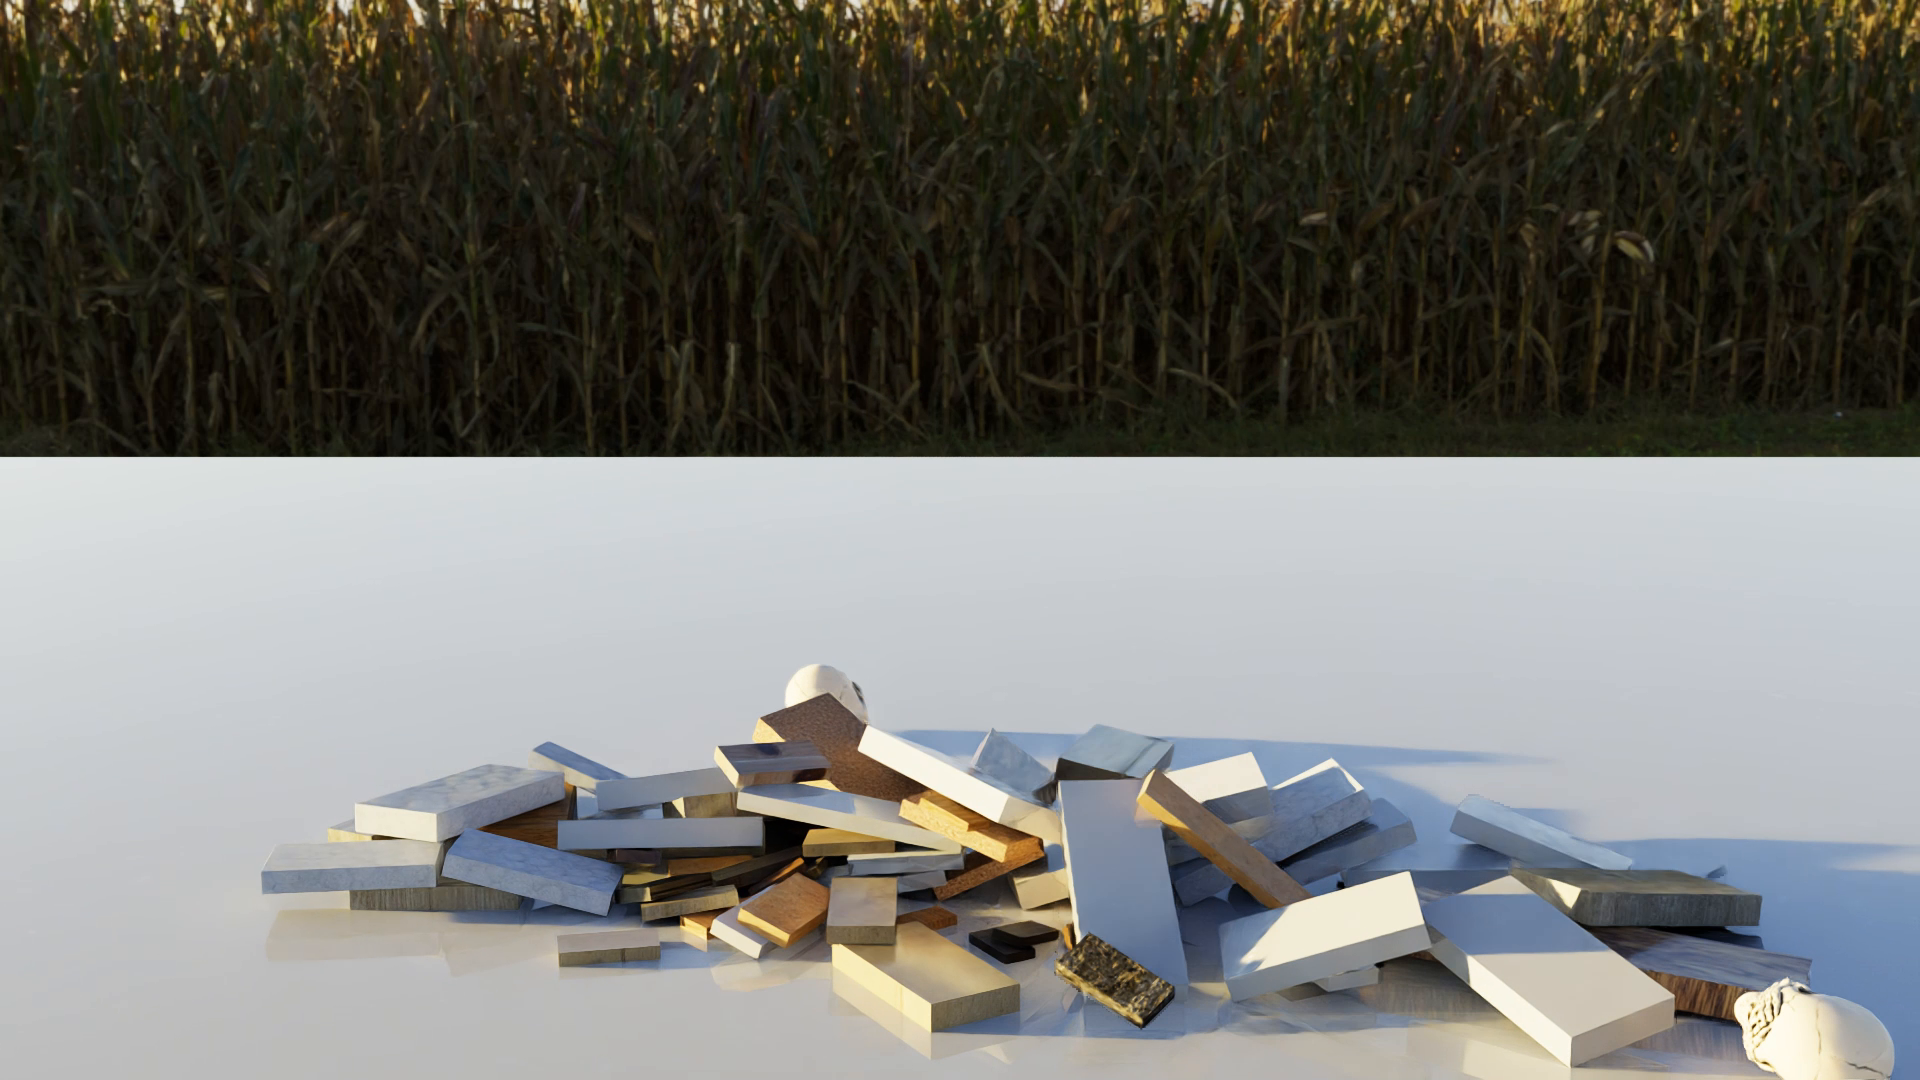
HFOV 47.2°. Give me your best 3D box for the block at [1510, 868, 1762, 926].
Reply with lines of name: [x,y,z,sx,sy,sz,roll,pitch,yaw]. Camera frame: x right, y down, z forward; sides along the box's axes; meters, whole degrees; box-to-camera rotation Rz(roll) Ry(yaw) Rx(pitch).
block: [1.065,0.563,3.470,0.358,0.051,0.179,6,2,-27]

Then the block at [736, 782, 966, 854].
block: [-0.171,0.457,3.678,0.390,0.029,0.104,10,12,13]

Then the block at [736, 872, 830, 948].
block: [-0.266,0.583,3.471,0.090,0.026,0.181,25,20,19]

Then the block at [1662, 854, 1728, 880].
block: [1.244,0.567,3.742,0.068,0.019,0.135,10,14,42]

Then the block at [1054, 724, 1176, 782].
block: [0.304,0.430,4.276,0.165,0.047,0.329,13,10,14]

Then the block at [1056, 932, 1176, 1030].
block: [0.224,0.634,3.167,0.155,0.022,0.077,29,46,29]

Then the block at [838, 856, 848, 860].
block: [-0.169,0.525,3.845,0.149,0.021,0.075,-8,12,-36]

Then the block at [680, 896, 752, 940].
block: [-0.368,0.605,3.529,0.146,0.021,0.073,-9,14,-41]

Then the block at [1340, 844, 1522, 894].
block: [0.785,0.550,3.685,0.285,0.040,0.143,-1,10,3]

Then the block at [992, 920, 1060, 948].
block: [0.103,0.614,3.428,0.055,0.016,0.110,13,5,33]

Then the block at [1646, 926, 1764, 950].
block: [1.147,0.630,3.390,0.171,0.024,0.085,3,11,15]

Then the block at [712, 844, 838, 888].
block: [-0.296,0.542,3.709,0.253,0.022,0.076,-15,7,-18]

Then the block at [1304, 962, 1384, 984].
block: [0.550,0.638,3.344,0.171,0.024,0.086,-5,12,-27]

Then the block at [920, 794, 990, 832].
block: [-0.008,0.443,3.573,0.109,0.015,0.054,23,17,39]

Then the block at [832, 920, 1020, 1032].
block: [-0.054,0.644,3.263,0.149,0.042,0.298,-6,12,-30]

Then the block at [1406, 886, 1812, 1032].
block: [0.935,0.620,3.301,0.627,0.051,0.179,7,11,25]

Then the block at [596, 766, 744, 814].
block: [-0.469,0.448,3.999,0.353,0.050,0.176,-7,-9,1]

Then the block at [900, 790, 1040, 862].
block: [0.016,0.466,3.600,0.208,0.029,0.104,20,15,30]

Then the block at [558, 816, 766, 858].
block: [-0.508,0.512,3.777,0.342,0.048,0.171,-1,-13,-3]

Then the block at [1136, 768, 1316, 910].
block: [0.431,0.497,3.459,0.359,0.022,0.077,39,31,-2]

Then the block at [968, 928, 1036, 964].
block: [0.065,0.629,3.414,0.054,0.015,0.109,-6,12,-30]

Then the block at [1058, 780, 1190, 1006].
block: [0.244,0.529,3.346,0.149,0.042,0.410,-1,40,-4]

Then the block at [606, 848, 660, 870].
block: [-0.552,0.539,3.715,0.073,0.021,0.146,6,-13,-15]

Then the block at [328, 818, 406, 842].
block: [-1.009,0.504,3.899,0.101,0.029,0.203,5,12,28]

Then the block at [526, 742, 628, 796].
block: [-0.709,0.442,4.159,0.202,0.029,0.101,23,7,6]

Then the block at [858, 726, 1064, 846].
block: [0.012,0.412,3.692,0.165,0.047,0.463,24,-3,-33]

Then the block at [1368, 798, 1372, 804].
block: [0.599,0.478,3.694,0.188,0.016,0.058,-29,13,-16]

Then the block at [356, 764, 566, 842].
block: [-0.876,0.461,3.880,0.171,0.048,0.371,3,7,24]

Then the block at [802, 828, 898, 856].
block: [-0.180,0.501,3.661,0.153,0.022,0.076,-3,11,6]

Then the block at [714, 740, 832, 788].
block: [-0.320,0.382,3.770,0.181,0.026,0.090,-1,27,-33]

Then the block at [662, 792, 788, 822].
block: [-0.264,0.473,3.999,0.523,0.050,0.176,-4,-10,-20]
